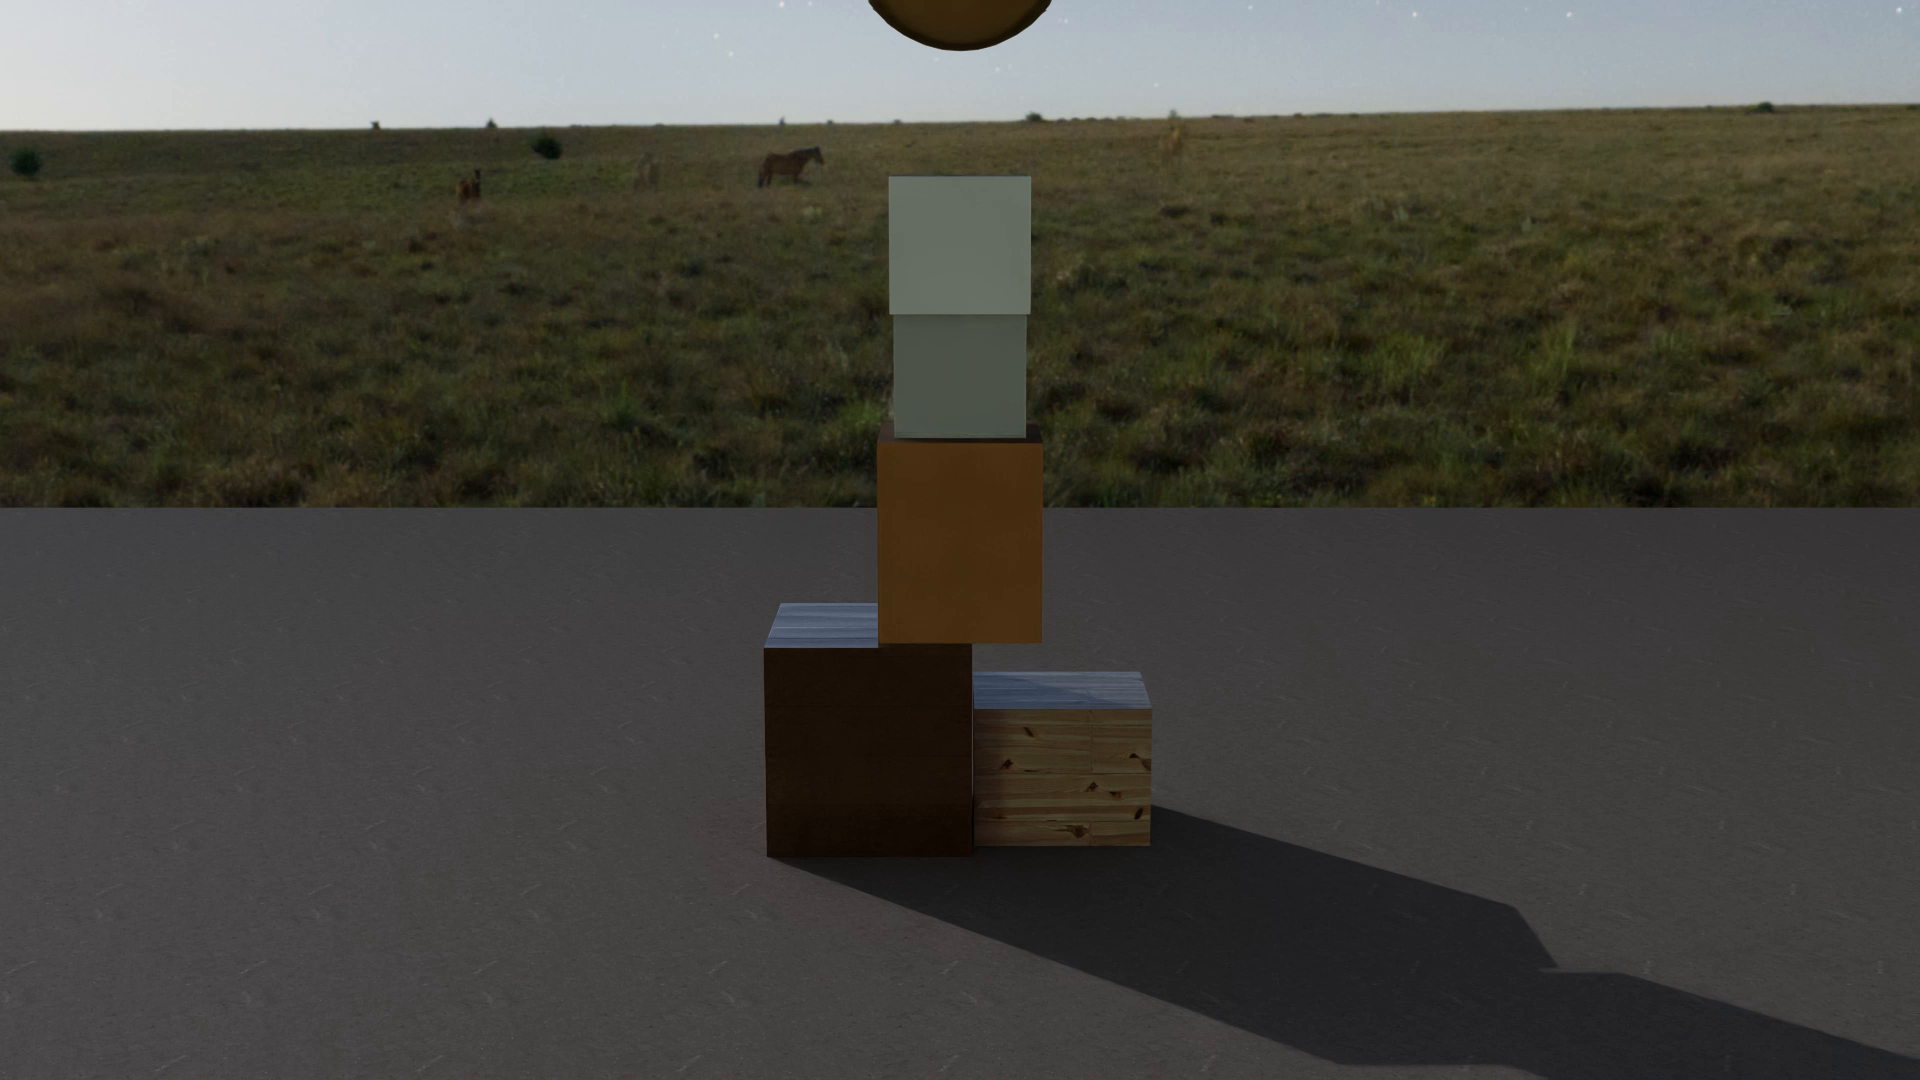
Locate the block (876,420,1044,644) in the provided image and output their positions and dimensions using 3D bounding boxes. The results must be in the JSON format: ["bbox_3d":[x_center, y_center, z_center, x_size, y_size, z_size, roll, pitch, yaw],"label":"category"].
[{"bbox_3d":[0.000,-0.058,11.151,0.805,0.994,0.870,0,10,0],"label":"block"}]

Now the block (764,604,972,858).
[{"bbox_3d":[-0.449,0.955,11.334,1.017,1.066,1.051,0,10,0],"label":"block"}]

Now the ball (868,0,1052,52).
[{"bbox_3d":[0.000,-4.294,15.639,1.600,1.600,1.600,0,10,0],"label":"ball"}]

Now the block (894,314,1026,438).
[{"bbox_3d":[0.000,-0.853,11.036,0.649,0.611,0.568,0,10,0],"label":"block"}]

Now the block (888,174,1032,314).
[{"bbox_3d":[0.000,-1.475,10.910,0.682,0.658,0.665,0,10,0],"label":"block"}]

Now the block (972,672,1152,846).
[{"bbox_3d":[0.514,1.122,11.402,0.888,0.714,0.776,0,10,0],"label":"block"}]
